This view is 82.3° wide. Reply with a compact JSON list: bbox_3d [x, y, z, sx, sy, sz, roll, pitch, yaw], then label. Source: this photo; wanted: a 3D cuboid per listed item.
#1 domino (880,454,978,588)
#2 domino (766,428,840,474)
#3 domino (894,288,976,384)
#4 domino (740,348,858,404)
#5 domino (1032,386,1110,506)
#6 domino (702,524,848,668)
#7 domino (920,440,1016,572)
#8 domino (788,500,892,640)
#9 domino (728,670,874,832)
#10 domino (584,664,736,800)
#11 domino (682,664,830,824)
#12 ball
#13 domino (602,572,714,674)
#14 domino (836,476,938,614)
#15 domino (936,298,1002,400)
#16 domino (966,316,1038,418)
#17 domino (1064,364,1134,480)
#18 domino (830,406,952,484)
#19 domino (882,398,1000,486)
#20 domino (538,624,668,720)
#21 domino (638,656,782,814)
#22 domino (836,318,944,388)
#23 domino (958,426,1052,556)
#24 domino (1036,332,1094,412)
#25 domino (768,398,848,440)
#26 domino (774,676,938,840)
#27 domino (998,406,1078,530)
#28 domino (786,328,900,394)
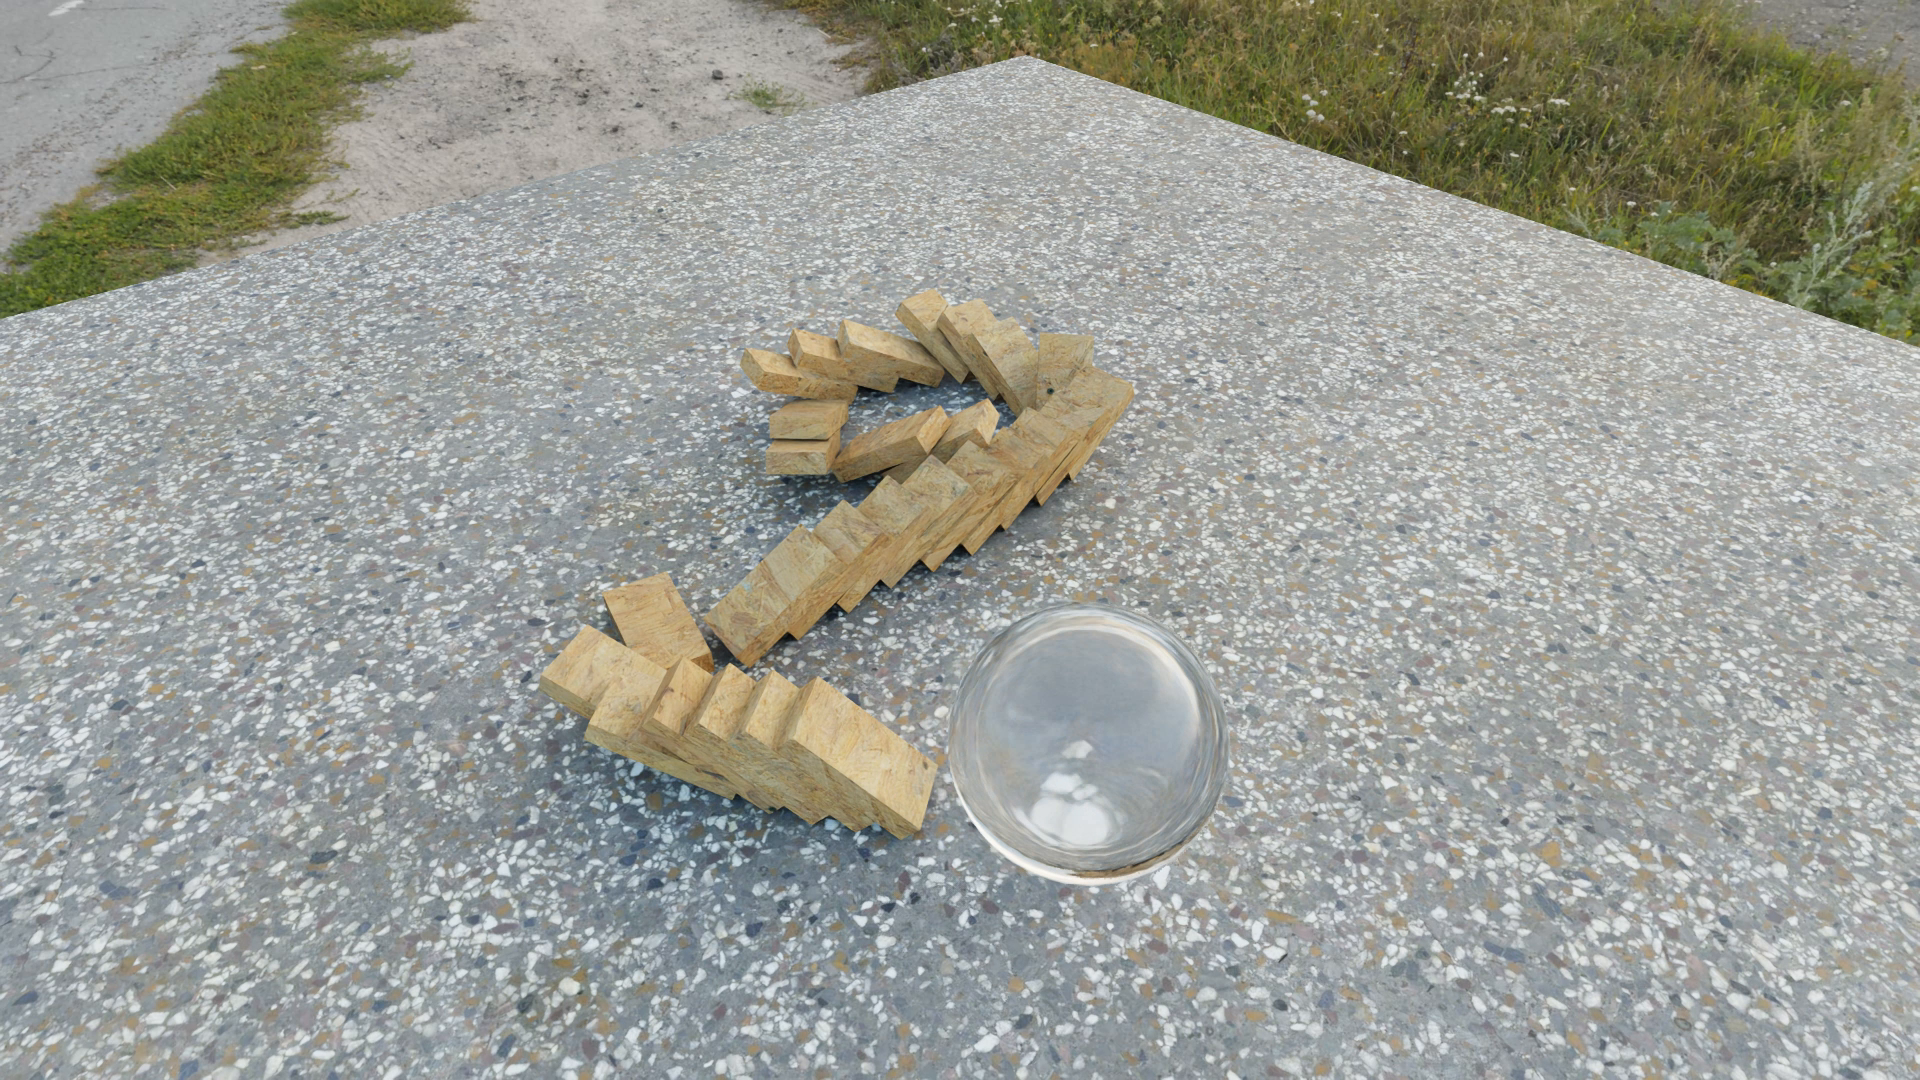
[{"bbox_3d":[-0.019,-0.008,0.433,0.050,0.010,0.025,-46,53,-4],"label":"domino"},{"bbox_3d":[-0.067,-0.039,0.477,0.025,0.010,0.050,1,18,1],"label":"domino"},{"bbox_3d":[-0.006,-0.102,0.550,0.050,0.009,0.025,47,48,11],"label":"domino"},{"bbox_3d":[-0.076,-0.078,0.522,0.050,0.009,0.025,4,31,-38],"label":"domino"},{"bbox_3d":[0.040,-0.041,0.476,0.025,0.010,0.050,32,76,30],"label":"domino"},{"bbox_3d":[-0.067,0.020,0.402,0.050,0.009,0.025,-45,52,-7],"label":"domino"},{"bbox_3d":[-0.004,-0.014,0.441,0.050,0.010,0.025,-48,54,-5],"label":"domino"},{"bbox_3d":[-0.052,0.011,0.413,0.050,0.009,0.025,-46,53,-8],"label":"domino"},{"bbox_3d":[-0.045,0.065,0.339,0.050,0.009,0.025,40,37,-18],"label":"domino"},{"bbox_3d":[-0.091,0.061,0.352,0.050,0.009,0.025,25,41,-9],"label":"domino"},{"bbox_3d":[-0.059,0.063,0.342,0.050,0.010,0.025,40,37,-18],"label":"domino"},{"bbox_3d":[0.036,0.058,0.317,0.080,0.080,0.080,0,39,0],"label":"ball"},{"bbox_3d":[-0.111,0.033,0.403,0.025,0.010,0.050,-20,43,-22],"label":"domino"},{"bbox_3d":[-0.035,0.001,0.423,0.050,0.010,0.025,-48,53,-7],"label":"domino"},{"bbox_3d":[0.013,-0.094,0.539,0.025,0.009,0.050,-26,74,-33],"label":"domino"},{"bbox_3d":[0.027,-0.081,0.525,0.025,0.009,0.050,-25,74,-28],"label":"domino"},{"bbox_3d":[0.053,-0.053,0.489,0.025,0.009,0.050,30,76,27],"label":"domino"},{"bbox_3d":[-0.030,-0.041,0.473,0.050,0.010,0.025,-15,28,36],"label":"domino"},{"bbox_3d":[-0.008,-0.041,0.471,0.050,0.010,0.025,-23,27,28],"label":"domino"},{"bbox_3d":[-0.111,0.051,0.366,0.050,0.010,0.025,30,44,1],"label":"domino"},{"bbox_3d":[-0.073,0.061,0.344,0.050,0.010,0.025,39,38,-20],"label":"domino"},{"bbox_3d":[-0.034,-0.091,0.539,0.050,0.010,0.025,13,34,-25],"label":"domino"},{"bbox_3d":[0.011,-0.020,0.450,0.050,0.010,0.025,-48,54,-7],"label":"domino"},{"bbox_3d":[0.048,-0.070,0.508,0.025,0.009,0.050,4,73,2],"label":"domino"},{"bbox_3d":[-0.067,-0.055,0.495,0.025,0.010,0.050,2,16,5],"label":"domino"},{"bbox_3d":[-0.031,0.067,0.337,0.050,0.009,0.025,40,37,-18],"label":"domino"},{"bbox_3d":[0.024,-0.030,0.463,0.025,0.009,0.050,32,76,33],"label":"domino"},{"bbox_3d":[-0.057,-0.087,0.533,0.050,0.010,0.025,11,32,-29],"label":"domino"}]
